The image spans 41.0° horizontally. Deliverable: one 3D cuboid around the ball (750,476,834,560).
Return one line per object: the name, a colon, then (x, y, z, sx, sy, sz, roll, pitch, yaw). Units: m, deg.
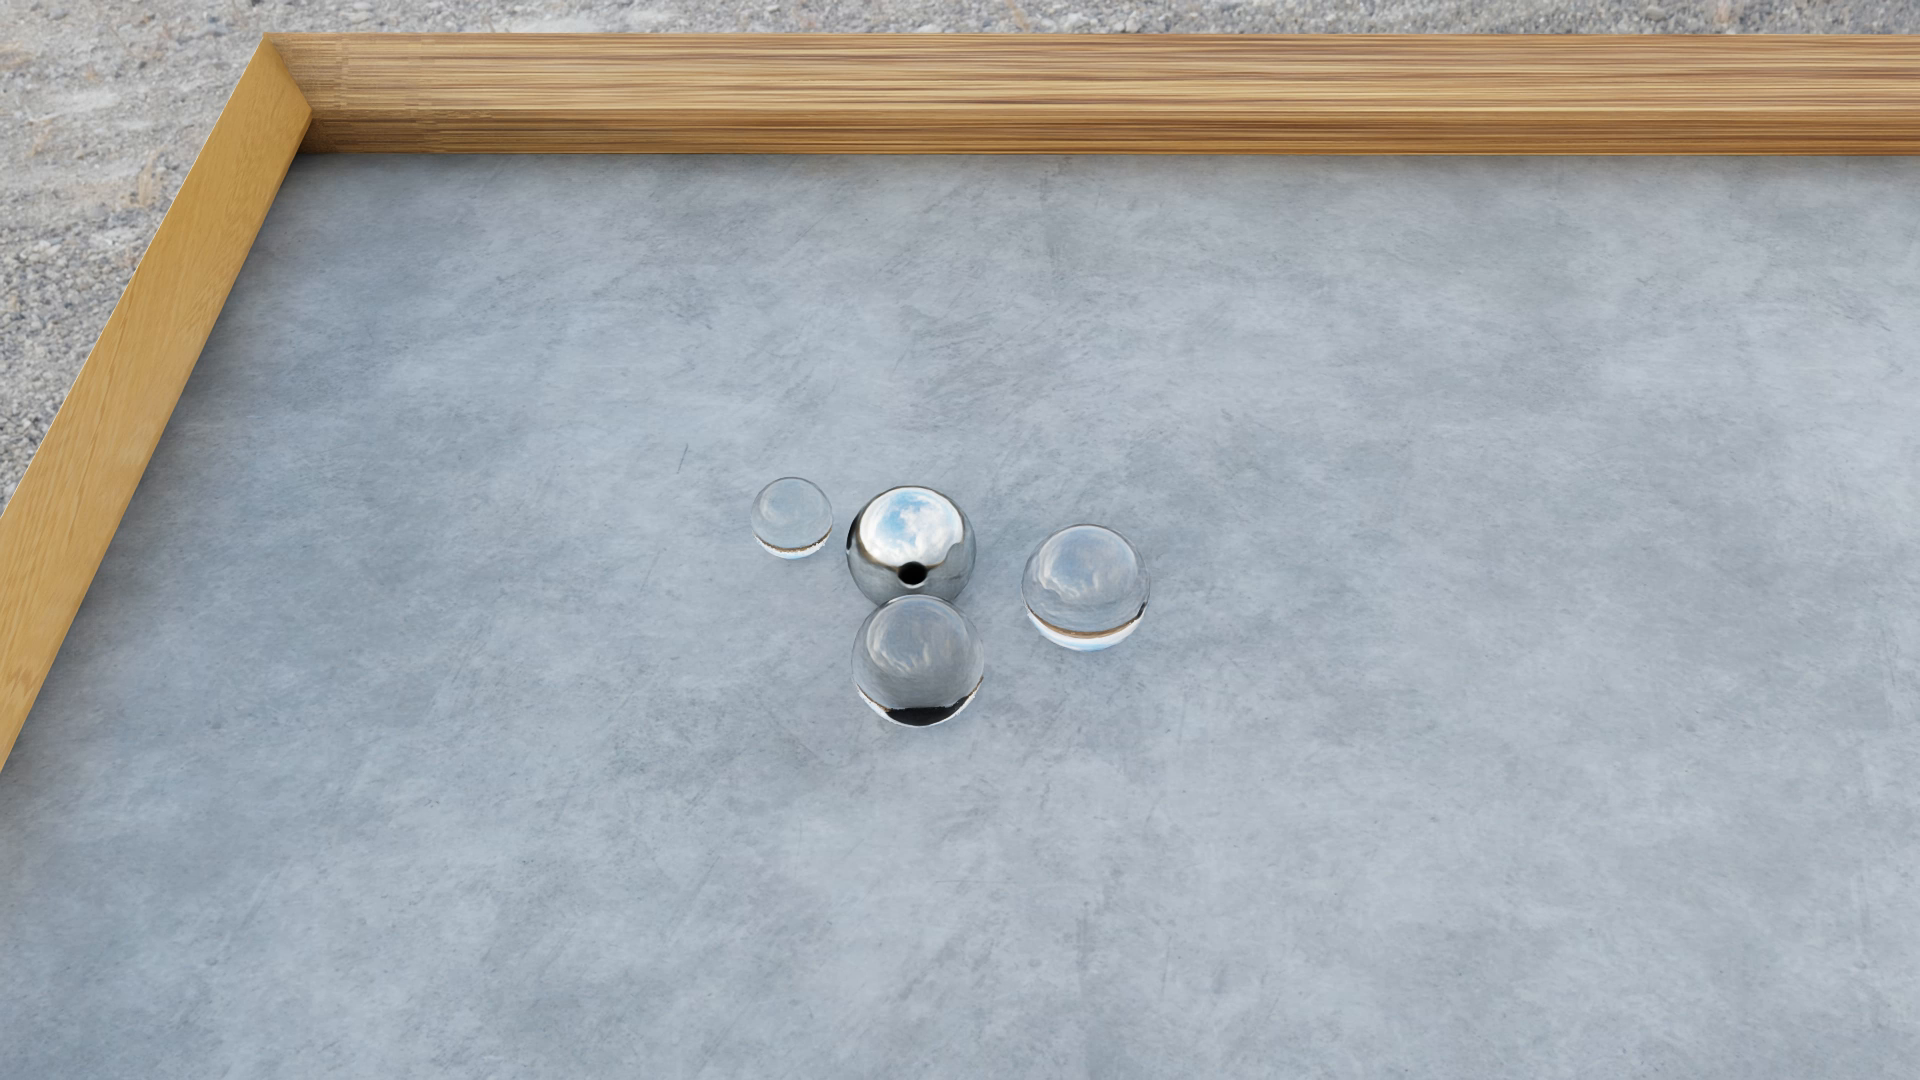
ball: (-0.124, -0.016, 1.893, 0.061, 0.061, 0.061, 0, 35, 0)

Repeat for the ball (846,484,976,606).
ball: (-0.035, 0.007, 1.831, 0.094, 0.094, 0.094, 0, 35, 0)

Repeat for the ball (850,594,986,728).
ball: (-0.028, 0.081, 1.728, 0.090, 0.090, 0.090, 0, 35, 0)

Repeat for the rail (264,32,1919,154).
rail: (0.651, -0.406, 2.394, 2.594, 0.122, 0.045, 0, 35, 0)

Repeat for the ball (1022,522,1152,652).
ball: (0.088, 0.033, 1.796, 0.091, 0.091, 0.091, 0, 35, 0)

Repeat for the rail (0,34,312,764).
rail: (-0.625, -0.021, 1.845, 0.045, 0.122, 1.397, 0, 35, 0)
